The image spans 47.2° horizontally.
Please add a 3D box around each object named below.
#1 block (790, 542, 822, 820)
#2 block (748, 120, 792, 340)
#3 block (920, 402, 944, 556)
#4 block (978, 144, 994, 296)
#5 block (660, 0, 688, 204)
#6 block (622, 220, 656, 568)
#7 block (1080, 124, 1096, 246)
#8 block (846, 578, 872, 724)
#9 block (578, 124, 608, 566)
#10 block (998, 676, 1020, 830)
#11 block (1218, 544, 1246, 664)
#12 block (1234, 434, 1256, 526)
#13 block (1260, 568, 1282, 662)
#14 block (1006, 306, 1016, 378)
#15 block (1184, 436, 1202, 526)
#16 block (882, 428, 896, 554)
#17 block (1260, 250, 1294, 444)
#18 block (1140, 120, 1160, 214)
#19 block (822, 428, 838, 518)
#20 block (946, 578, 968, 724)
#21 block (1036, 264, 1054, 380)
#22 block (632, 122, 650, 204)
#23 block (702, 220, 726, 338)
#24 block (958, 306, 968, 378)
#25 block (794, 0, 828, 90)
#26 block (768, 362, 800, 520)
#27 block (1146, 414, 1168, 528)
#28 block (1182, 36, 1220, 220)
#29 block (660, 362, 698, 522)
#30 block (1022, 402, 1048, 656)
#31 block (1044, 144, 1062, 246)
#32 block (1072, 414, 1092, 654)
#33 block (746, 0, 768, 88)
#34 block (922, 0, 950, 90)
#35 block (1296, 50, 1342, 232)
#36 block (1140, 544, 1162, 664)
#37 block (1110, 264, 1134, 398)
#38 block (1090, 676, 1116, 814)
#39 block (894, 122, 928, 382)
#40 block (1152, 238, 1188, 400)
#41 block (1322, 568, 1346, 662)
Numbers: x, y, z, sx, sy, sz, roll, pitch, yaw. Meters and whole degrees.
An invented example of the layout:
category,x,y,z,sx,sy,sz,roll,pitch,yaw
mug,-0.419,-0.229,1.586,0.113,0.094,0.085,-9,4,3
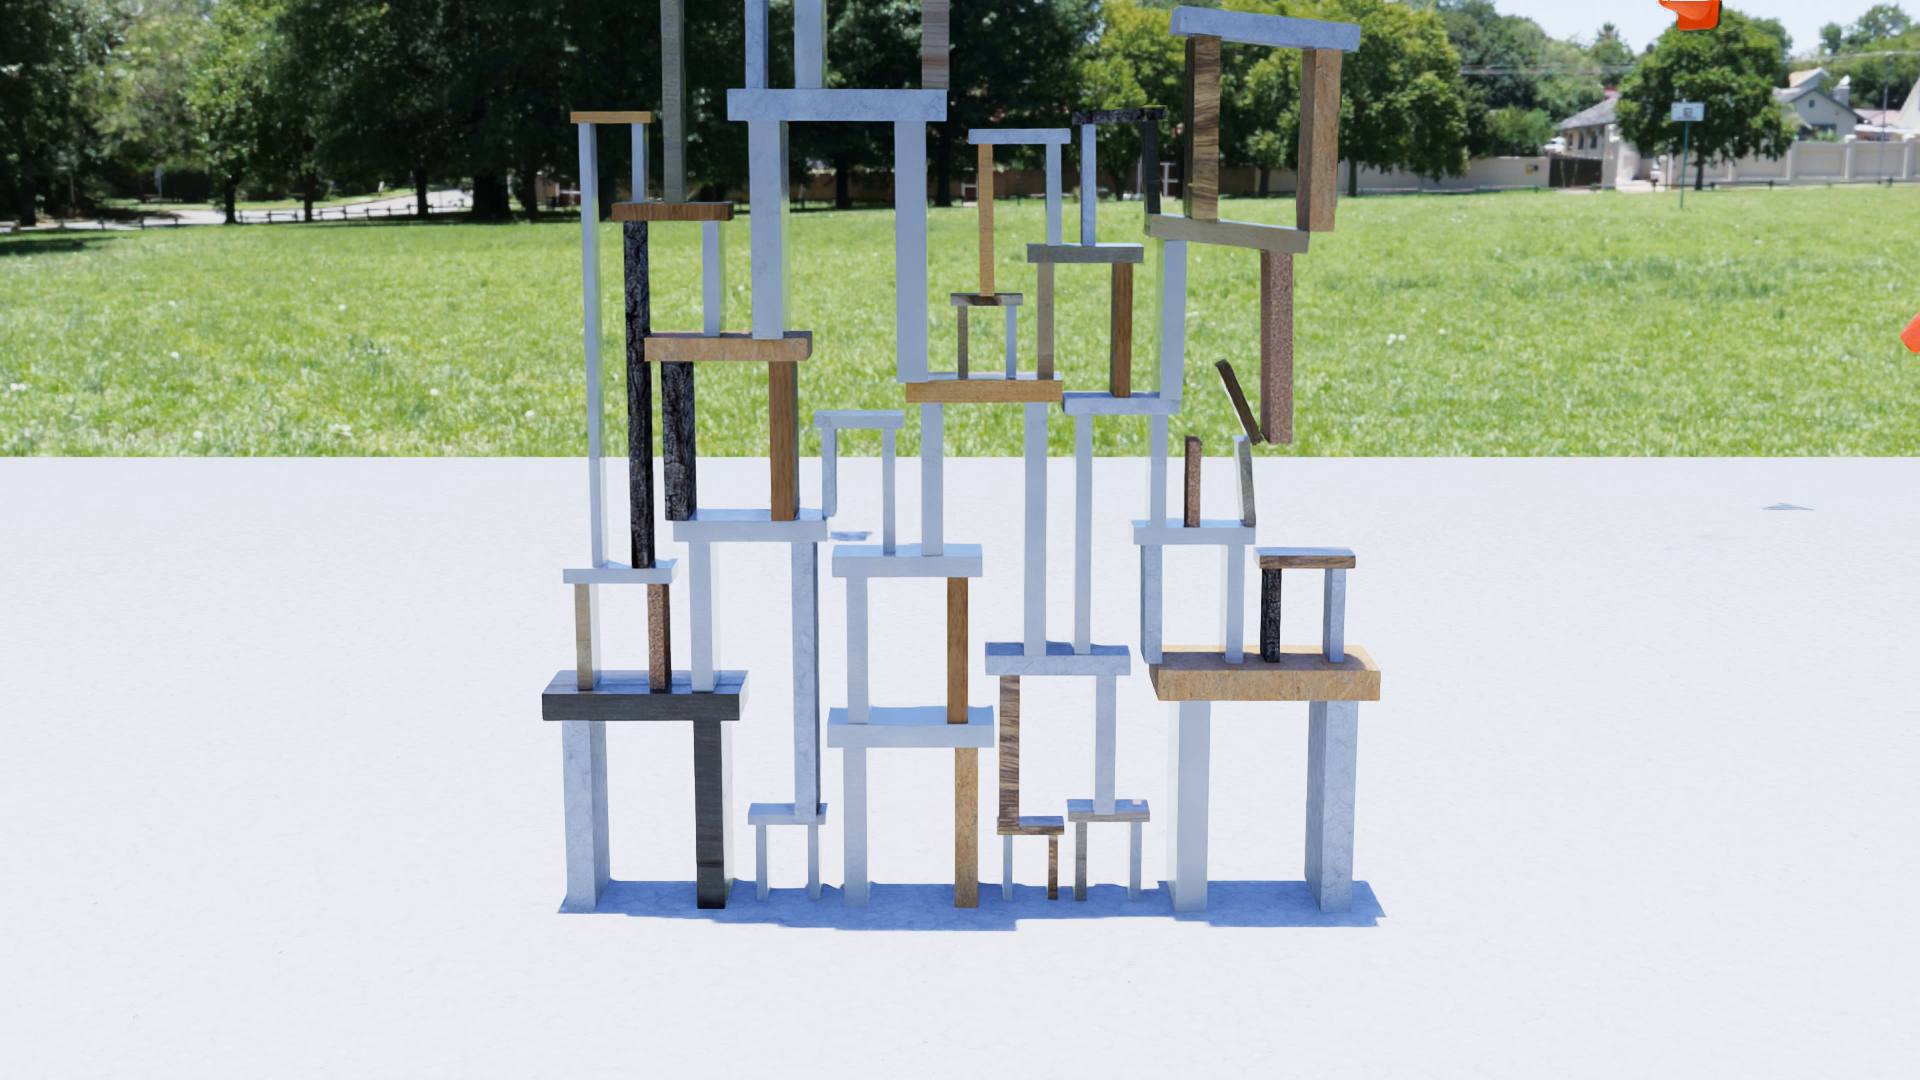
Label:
category,x,y,z,sx,sy,sz,roll,pitch,yaw
block,-0.251,0.219,3.599,0.035,0.461,0.123,0,11,0
block,-0.299,-0.491,3.468,0.047,0.334,0.167,0,11,0
block,-0.044,-0.107,3.544,0.035,0.247,0.123,0,10,0
block,0.041,-0.504,3.459,0.022,0.235,0.079,-1,11,0
block,-0.445,-0.710,3.424,0.027,0.366,0.096,0,11,-2
block,-0.512,-0.234,3.513,0.026,0.552,0.090,0,11,0
block,0.201,-0.558,3.457,0.020,0.186,0.071,-1,11,0
block,-0.165,0.167,3.590,0.034,0.241,0.121,0,11,0
block,-0.583,-0.307,3.501,0.017,0.701,0.062,0,11,0
block,0.080,0.336,3.625,0.033,0.261,0.117,0,11,0
block,0.443,0.095,3.582,0.028,0.195,0.098,0,11,0
block,0.459,-0.096,3.541,0.020,0.138,0.069,-5,10,2
block,0.506,0.115,3.583,0.022,0.155,0.077,0,11,0
block,0.081,-0.318,3.500,0.016,0.114,0.057,0,11,0
block,0.374,-0.095,3.540,0.020,0.138,0.069,0,11,0
block,-0.114,-0.085,3.547,0.020,0.202,0.072,0,11,0
block,0.504,-0.309,3.498,0.035,0.298,0.123,-1,11,1
block,0.300,-0.586,3.454,0.020,0.142,0.071,-3,11,1
block,-0.210,-0.113,3.540,0.020,0.143,0.072,0,11,0
block,-0.004,0.167,3.591,0.034,0.241,0.121,0,11,0
block,0.135,-0.351,3.493,0.026,0.182,0.091,0,11,0
block,-0.501,-0.591,3.447,0.017,0.123,0.062,1,11,0
block,-0.388,-0.415,3.476,0.026,0.181,0.090,1,11,0
block,0.005,-0.318,3.500,0.016,0.114,0.057,0,11,0
block,-0.231,-0.844,3.397,0.041,0.290,0.145,0,11,0
block,-0.281,-0.167,3.526,0.036,0.254,0.127,0,11,0
block,0.316,-0.117,3.536,0.026,0.183,0.091,0,11,0
block,0.377,-0.644,3.437,0.039,0.275,0.138,0,11,0
block,-0.450,-0.167,3.527,0.036,0.254,0.127,0,11,0
block,0.120,-0.026,3.559,0.035,0.410,0.123,0,11,0
block,0.146,-0.543,3.451,0.022,0.158,0.079,-1,11,0
block,0.197,-0.015,3.553,0.026,0.389,0.091,0,11,0
block,-0.315,-0.796,3.408,0.027,0.192,0.096,1,11,0
block,-0.037,-0.843,3.397,0.041,0.290,0.145,0,11,0
block,0.561,-0.624,3.441,0.039,0.275,0.138,1,11,0
block,0.311,0.095,3.582,0.028,0.195,0.098,-1,11,0
block,0.256,-0.337,3.497,0.026,0.212,0.091,0,11,-1
block,0.236,0.323,3.623,0.033,0.234,0.117,0,10,0
block,-0.075,-0.458,3.476,0.047,0.401,0.167,0,11,0
block,0.333,-0.353,3.492,0.035,0.247,0.123,0,11,-1
block,0.609,0.115,3.583,0.022,0.155,0.077,0,11,0
